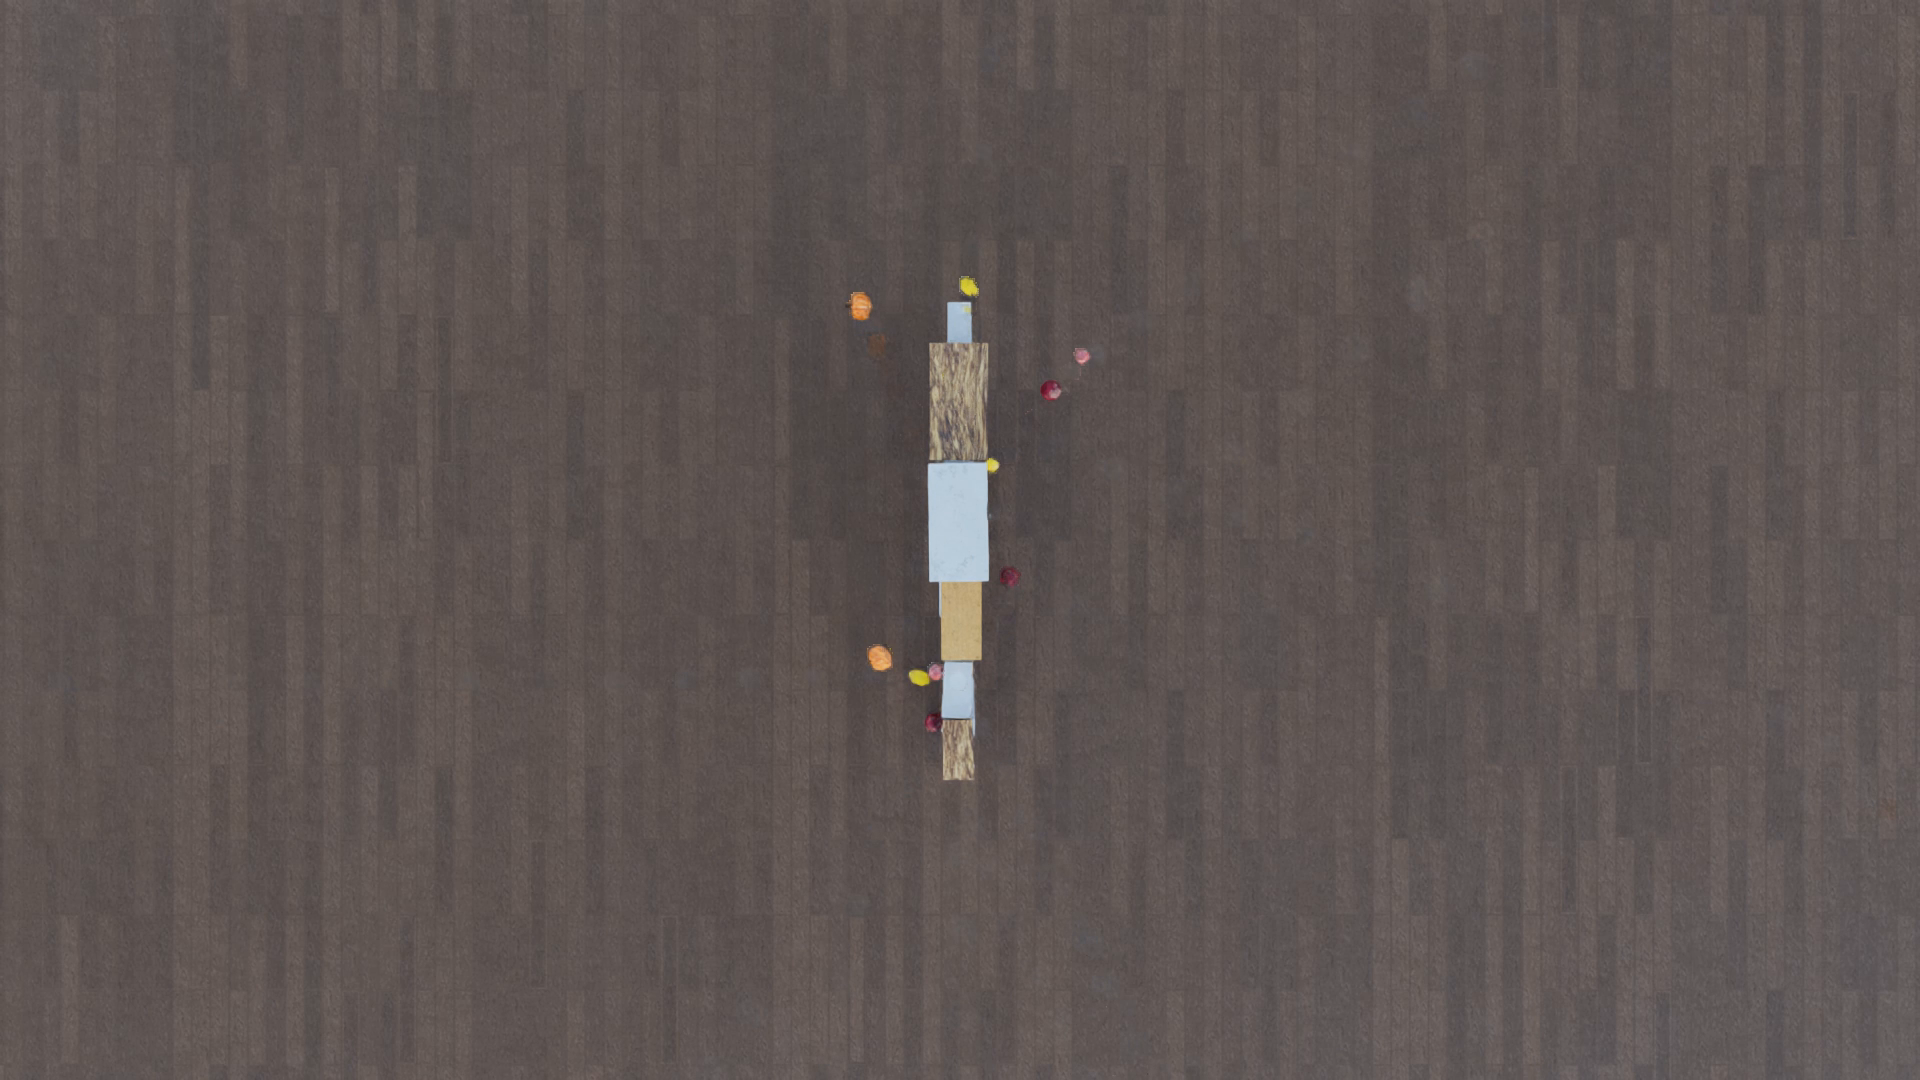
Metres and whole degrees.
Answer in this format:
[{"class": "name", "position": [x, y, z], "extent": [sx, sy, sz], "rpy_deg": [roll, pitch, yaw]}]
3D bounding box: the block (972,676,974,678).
[{"class": "block", "position": [-0.001, 0.472, 5.406], "extent": [0.094, 0.187, 0.027], "rpy_deg": [-3, 91, 0]}]

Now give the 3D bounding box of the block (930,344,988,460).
[{"class": "block", "position": [-0.003, -0.406, 4.861], "extent": [0.171, 0.048, 0.342], "rpy_deg": [0, 90, 0]}]

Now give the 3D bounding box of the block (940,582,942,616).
[{"class": "block", "position": [0.001, 0.111, 5.218], "extent": [0.132, 0.037, 0.264], "rpy_deg": [0, 90, 0]}]

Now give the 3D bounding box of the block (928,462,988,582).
[{"class": "block", "position": [-0.005, -0.052, 4.829], "extent": [0.172, 0.049, 0.345], "rpy_deg": [-1, 90, 0]}]

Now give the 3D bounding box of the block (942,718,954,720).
[{"class": "block", "position": [-0.010, 0.585, 5.193], "extent": [0.093, 0.185, 0.026], "rpy_deg": [2, 90, 0]}]

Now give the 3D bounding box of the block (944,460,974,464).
[{"class": "block", "position": [-0.003, -0.287, 5.299], "extent": [0.094, 0.027, 0.188], "rpy_deg": [1, 90, 0]}]

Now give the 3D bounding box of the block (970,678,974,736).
[{"class": "block", "position": [-0.002, 0.536, 5.299], "extent": [0.094, 0.027, 0.187], "rpy_deg": [0, 90, 0]}]

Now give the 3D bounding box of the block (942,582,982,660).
[{"class": "block", "position": [0.004, 0.238, 4.941], "extent": [0.120, 0.034, 0.240], "rpy_deg": [0, 90, 0]}]

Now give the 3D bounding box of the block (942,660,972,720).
[{"class": "block", "position": [-0.009, 0.463, 5.099], "extent": [0.087, 0.025, 0.174], "rpy_deg": [3, 90, 0]}]

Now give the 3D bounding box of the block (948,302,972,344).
[{"class": "block", "position": [-0.001, -0.656, 5.071], "extent": [0.073, 0.021, 0.147], "rpy_deg": [0, 90, 0]}]

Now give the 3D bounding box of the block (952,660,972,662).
[{"class": "block", "position": [-0.004, 0.398, 5.200], "extent": [0.087, 0.177, 0.025], "rpy_deg": [0, 93, 0]}]

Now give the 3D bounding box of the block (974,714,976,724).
[{"class": "block", "position": [0.002, 0.589, 5.406], "extent": [0.094, 0.187, 0.027], "rpy_deg": [9, 90, 0]}]

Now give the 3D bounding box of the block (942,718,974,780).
[{"class": "block", "position": [-0.006, 0.646, 5.087], "extent": [0.093, 0.026, 0.185], "rpy_deg": [-1, 90, 0]}]

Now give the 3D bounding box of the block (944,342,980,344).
[{"class": "block", "position": [0.002, -0.505, 5.245], "extent": [0.119, 0.034, 0.239], "rpy_deg": [0, 90, 0]}]

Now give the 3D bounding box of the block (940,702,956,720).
[{"class": "block", "position": [-0.021, 0.538, 5.199], "extent": [0.087, 0.174, 0.025], "rpy_deg": [33, 90, 0]}]

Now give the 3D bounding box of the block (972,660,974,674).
[{"class": "block", "position": [-0.003, 0.340, 5.302], "extent": [0.092, 0.026, 0.185], "rpy_deg": [0, 90, 0]}]
